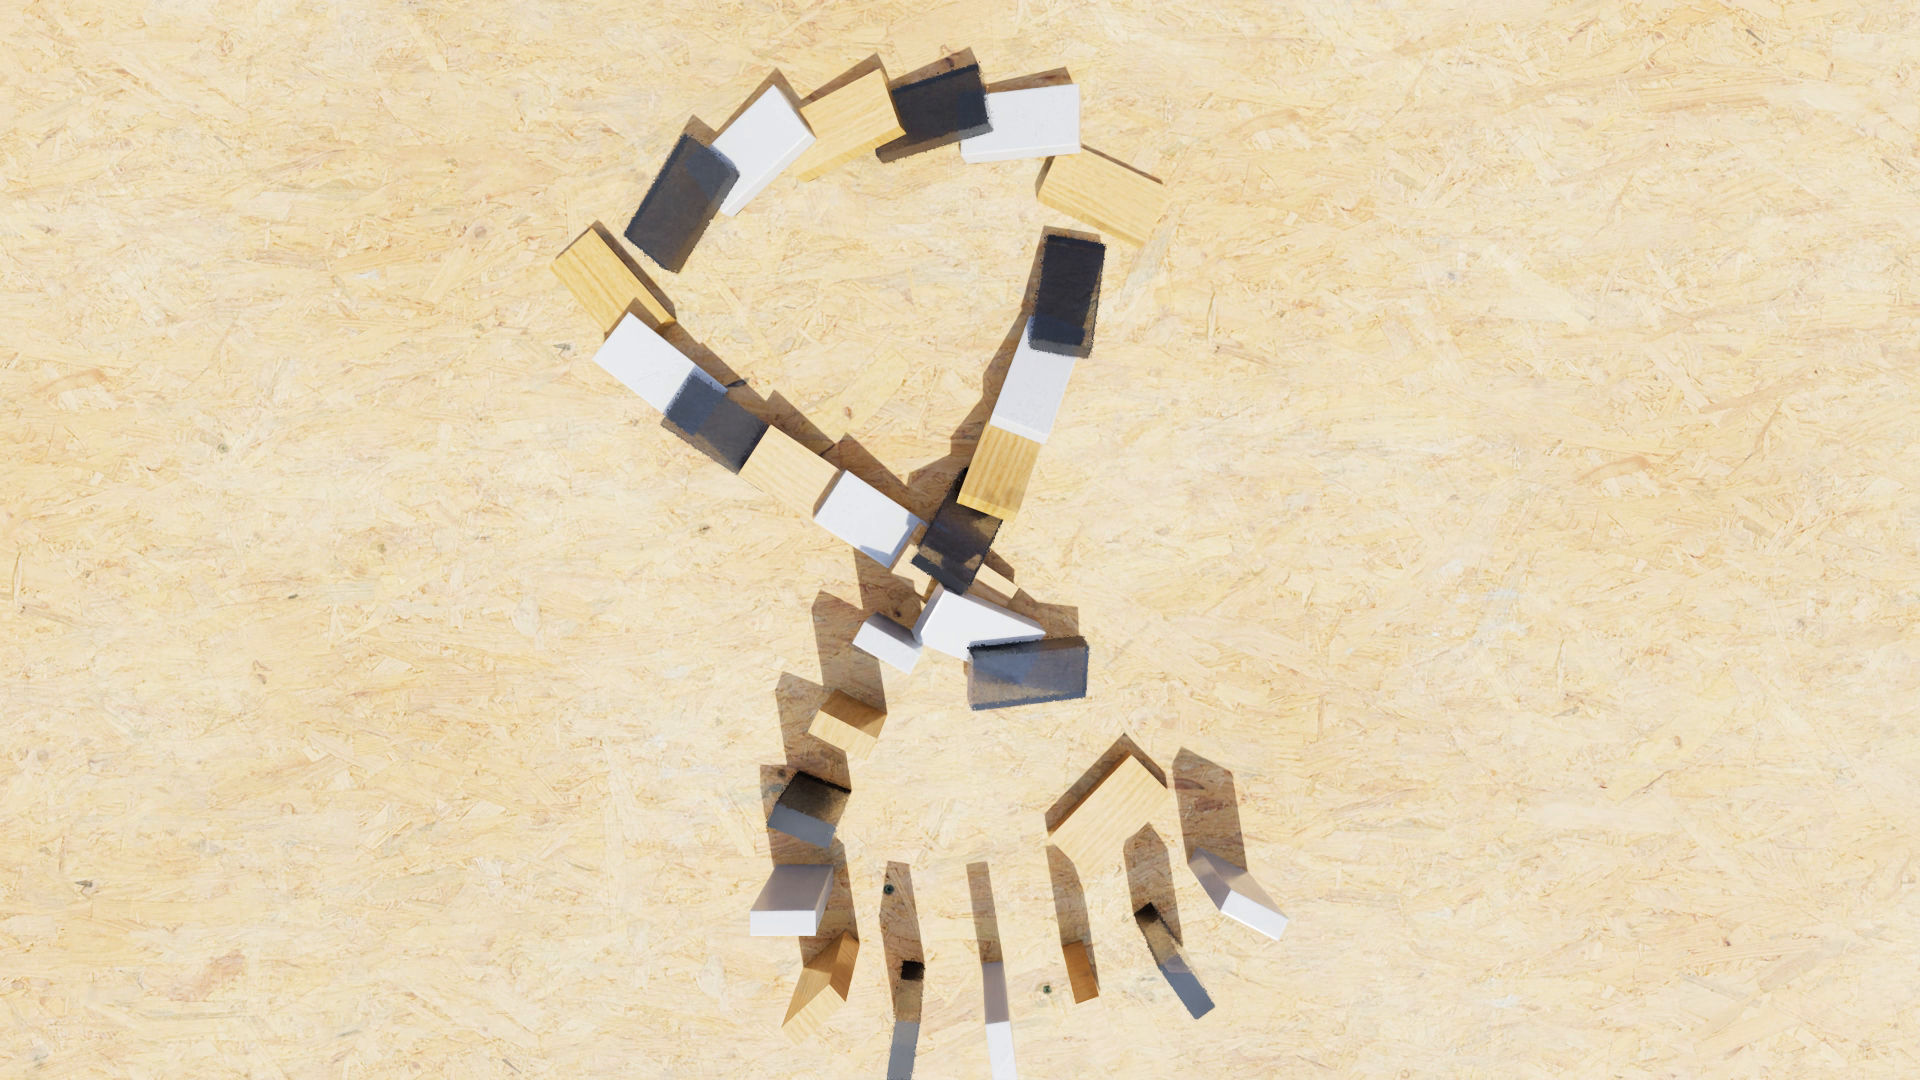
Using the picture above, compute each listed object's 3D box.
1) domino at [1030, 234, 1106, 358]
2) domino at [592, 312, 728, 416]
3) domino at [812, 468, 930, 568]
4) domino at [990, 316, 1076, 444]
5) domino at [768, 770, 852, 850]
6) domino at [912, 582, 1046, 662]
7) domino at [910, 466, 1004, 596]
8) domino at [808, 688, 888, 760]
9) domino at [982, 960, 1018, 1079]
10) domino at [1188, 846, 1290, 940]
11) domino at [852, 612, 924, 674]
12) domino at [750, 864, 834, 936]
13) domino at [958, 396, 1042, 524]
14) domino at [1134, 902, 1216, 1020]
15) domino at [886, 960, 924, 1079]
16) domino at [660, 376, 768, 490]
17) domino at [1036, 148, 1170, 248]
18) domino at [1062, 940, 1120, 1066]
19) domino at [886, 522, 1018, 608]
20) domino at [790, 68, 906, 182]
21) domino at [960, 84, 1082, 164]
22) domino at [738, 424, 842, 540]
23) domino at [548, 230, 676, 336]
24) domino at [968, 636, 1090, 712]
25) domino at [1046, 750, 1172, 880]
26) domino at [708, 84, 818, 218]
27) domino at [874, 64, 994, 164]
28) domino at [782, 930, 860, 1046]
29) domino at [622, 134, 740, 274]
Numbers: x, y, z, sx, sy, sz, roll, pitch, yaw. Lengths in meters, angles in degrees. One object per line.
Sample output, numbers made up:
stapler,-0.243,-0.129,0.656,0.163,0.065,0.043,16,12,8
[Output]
domino,0.046,-0.103,0.389,0.025,0.010,0.050,9,74,0
domino,-0.127,-0.070,0.389,0.050,0.009,0.025,39,90,-14
domino,-0.035,-0.006,0.389,0.050,0.010,0.025,34,90,-15
domino,0.033,-0.068,0.388,0.025,0.009,0.050,21,73,0
domino,-0.060,0.109,0.375,0.025,0.050,0.009,21,90,0
domino,0.008,0.038,0.384,0.050,0.010,0.025,24,104,-22
domino,0.001,-0.004,0.380,0.025,0.009,0.050,33,55,-8
domino,-0.045,0.075,0.375,0.025,0.050,0.010,27,90,0
domino,0.016,0.197,0.375,0.010,0.050,0.025,-8,90,0
domino,0.113,0.143,0.375,0.025,0.050,0.010,27,90,0
domino,-0.028,0.041,0.375,0.025,0.050,0.009,29,90,0
domino,-0.068,0.146,0.375,0.025,0.050,0.010,0,90,0
domino,0.019,-0.034,0.385,0.025,0.009,0.050,20,65,0
domino,0.087,0.171,0.375,0.010,0.050,0.025,-35,90,0
domino,-0.022,0.197,0.375,0.009,0.050,0.025,9,90,0
domino,-0.098,-0.045,0.389,0.050,0.009,0.025,34,90,-15
domino,0.062,-0.149,0.395,0.050,0.010,0.025,25,90,0
domino,0.053,0.188,0.375,0.010,0.050,0.025,-19,90,0
domino,-0.003,0.017,0.389,0.050,0.010,0.025,33,90,-14
domino,-0.051,-0.175,0.389,0.050,0.009,0.025,-19,90,15
domino,0.026,-0.177,0.389,0.050,0.009,0.025,0,90,14
domino,-0.066,-0.024,0.389,0.050,0.009,0.025,33,90,-15
domino,-0.150,-0.106,0.395,0.025,0.010,0.050,-42,90,0
domino,0.029,0.056,0.386,0.050,0.009,0.025,-5,113,-12
domino,0.064,0.118,0.395,0.025,0.009,0.050,45,90,0
domino,-0.088,-0.164,0.389,0.050,0.009,0.025,-36,90,15
domino,-0.013,-0.181,0.389,0.050,0.010,0.025,-10,90,15
domino,-0.056,0.182,0.375,0.025,0.050,0.009,-42,90,0
domino,-0.118,-0.142,0.389,0.025,0.009,0.050,39,104,2
